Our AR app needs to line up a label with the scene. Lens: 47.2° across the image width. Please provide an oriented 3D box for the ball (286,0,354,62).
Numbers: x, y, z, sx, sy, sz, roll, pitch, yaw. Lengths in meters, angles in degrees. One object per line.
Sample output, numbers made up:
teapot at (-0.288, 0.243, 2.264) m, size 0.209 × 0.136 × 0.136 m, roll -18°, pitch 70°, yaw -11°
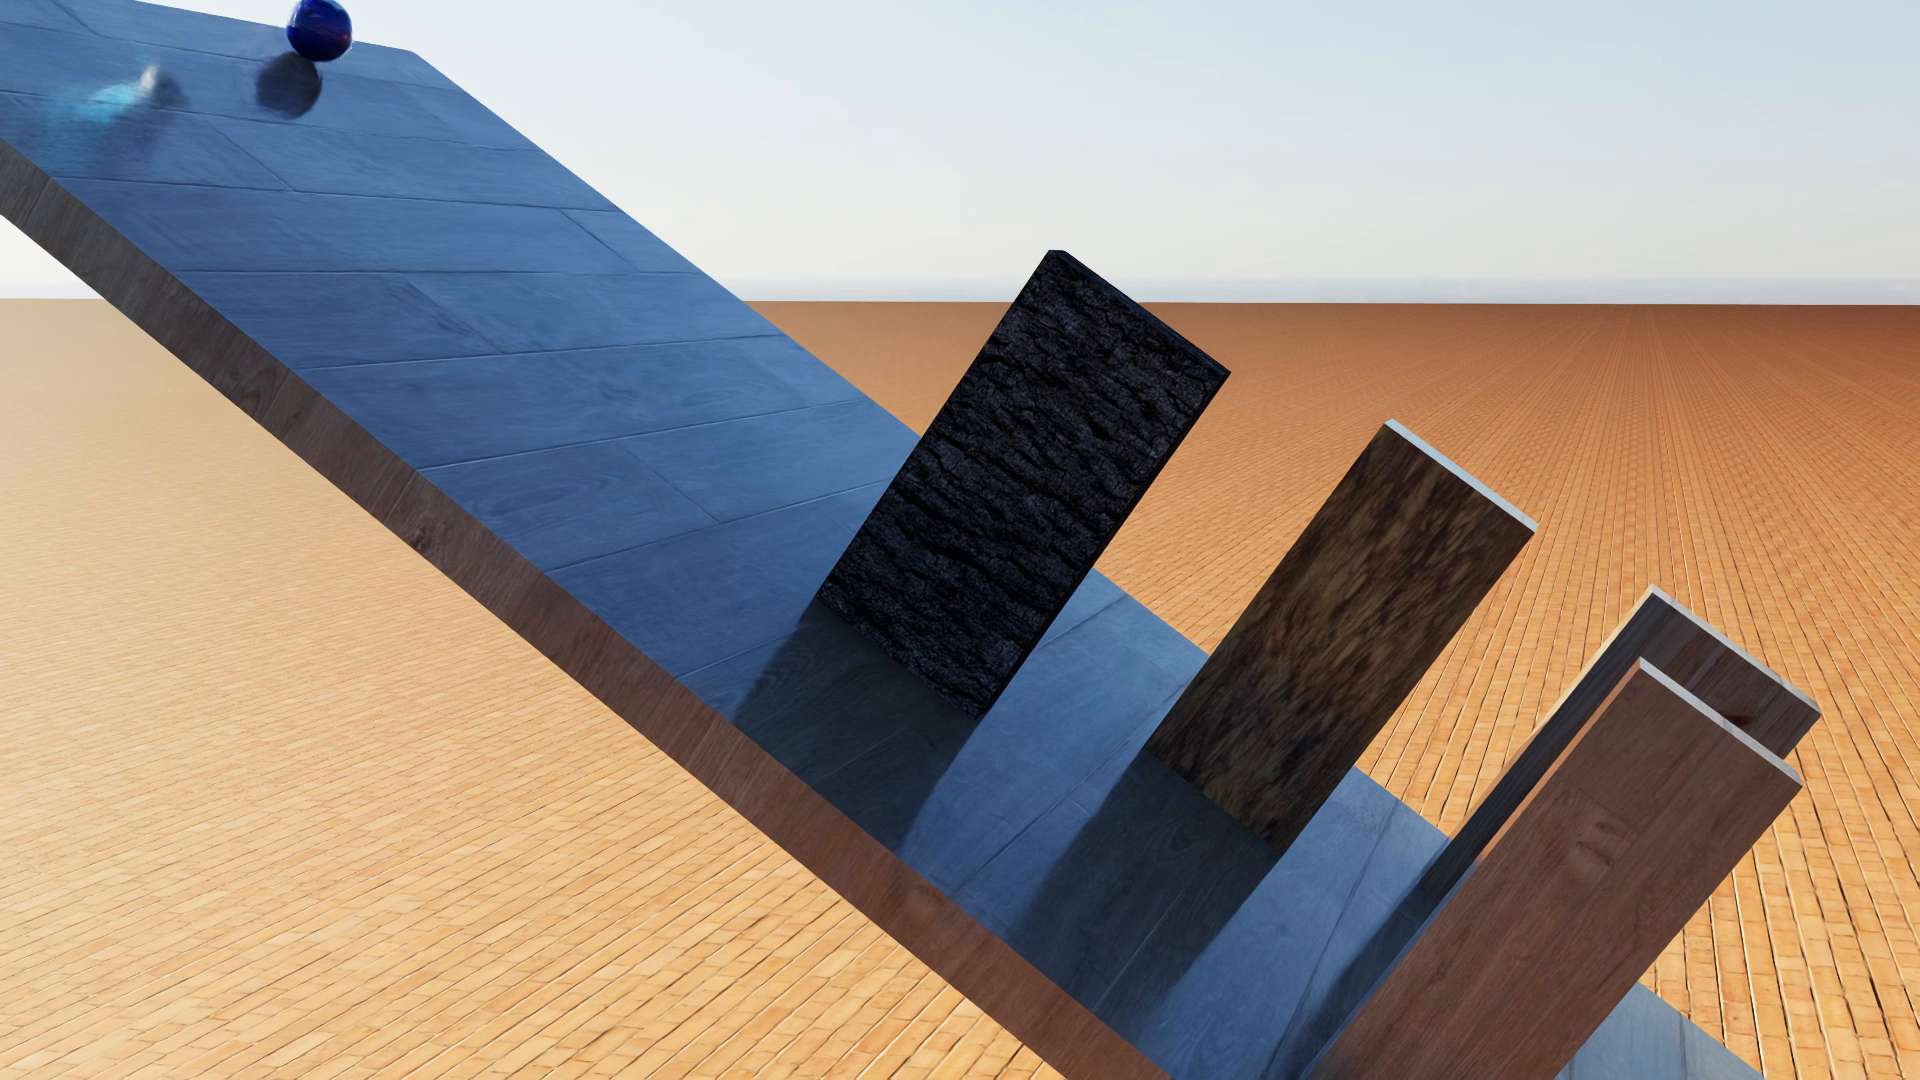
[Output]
ball at (-1.376, -1.098, 4.726) m, size 0.140 × 0.140 × 0.140 m, roll 0°, pitch 7°, yaw 0°

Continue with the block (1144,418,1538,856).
block at (0.696, 0.179, 4.050) m, size 0.325 × 0.751 × 0.139 m, roll 37°, pitch 16°, yaw 10°

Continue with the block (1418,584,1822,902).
block at (1.288, 0.501, 4.330) m, size 0.382 × 0.743 × 0.130 m, roll 37°, pitch 16°, yaw 10°

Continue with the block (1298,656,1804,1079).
block at (0.808, 0.557, 3.075) m, size 0.258 × 0.793 × 0.092 m, roll 37°, pitch 16°, yaw 10°

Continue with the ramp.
ramp at (-0.090, 0.161, 4.081) m, size 4.000 × 0.100 × 2.000 m, roll 37°, pitch 16°, yaw 10°

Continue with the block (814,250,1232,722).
block at (0.098, -0.089, 3.679) m, size 0.347 × 0.716 × 0.102 m, roll 37°, pitch 16°, yaw 10°
